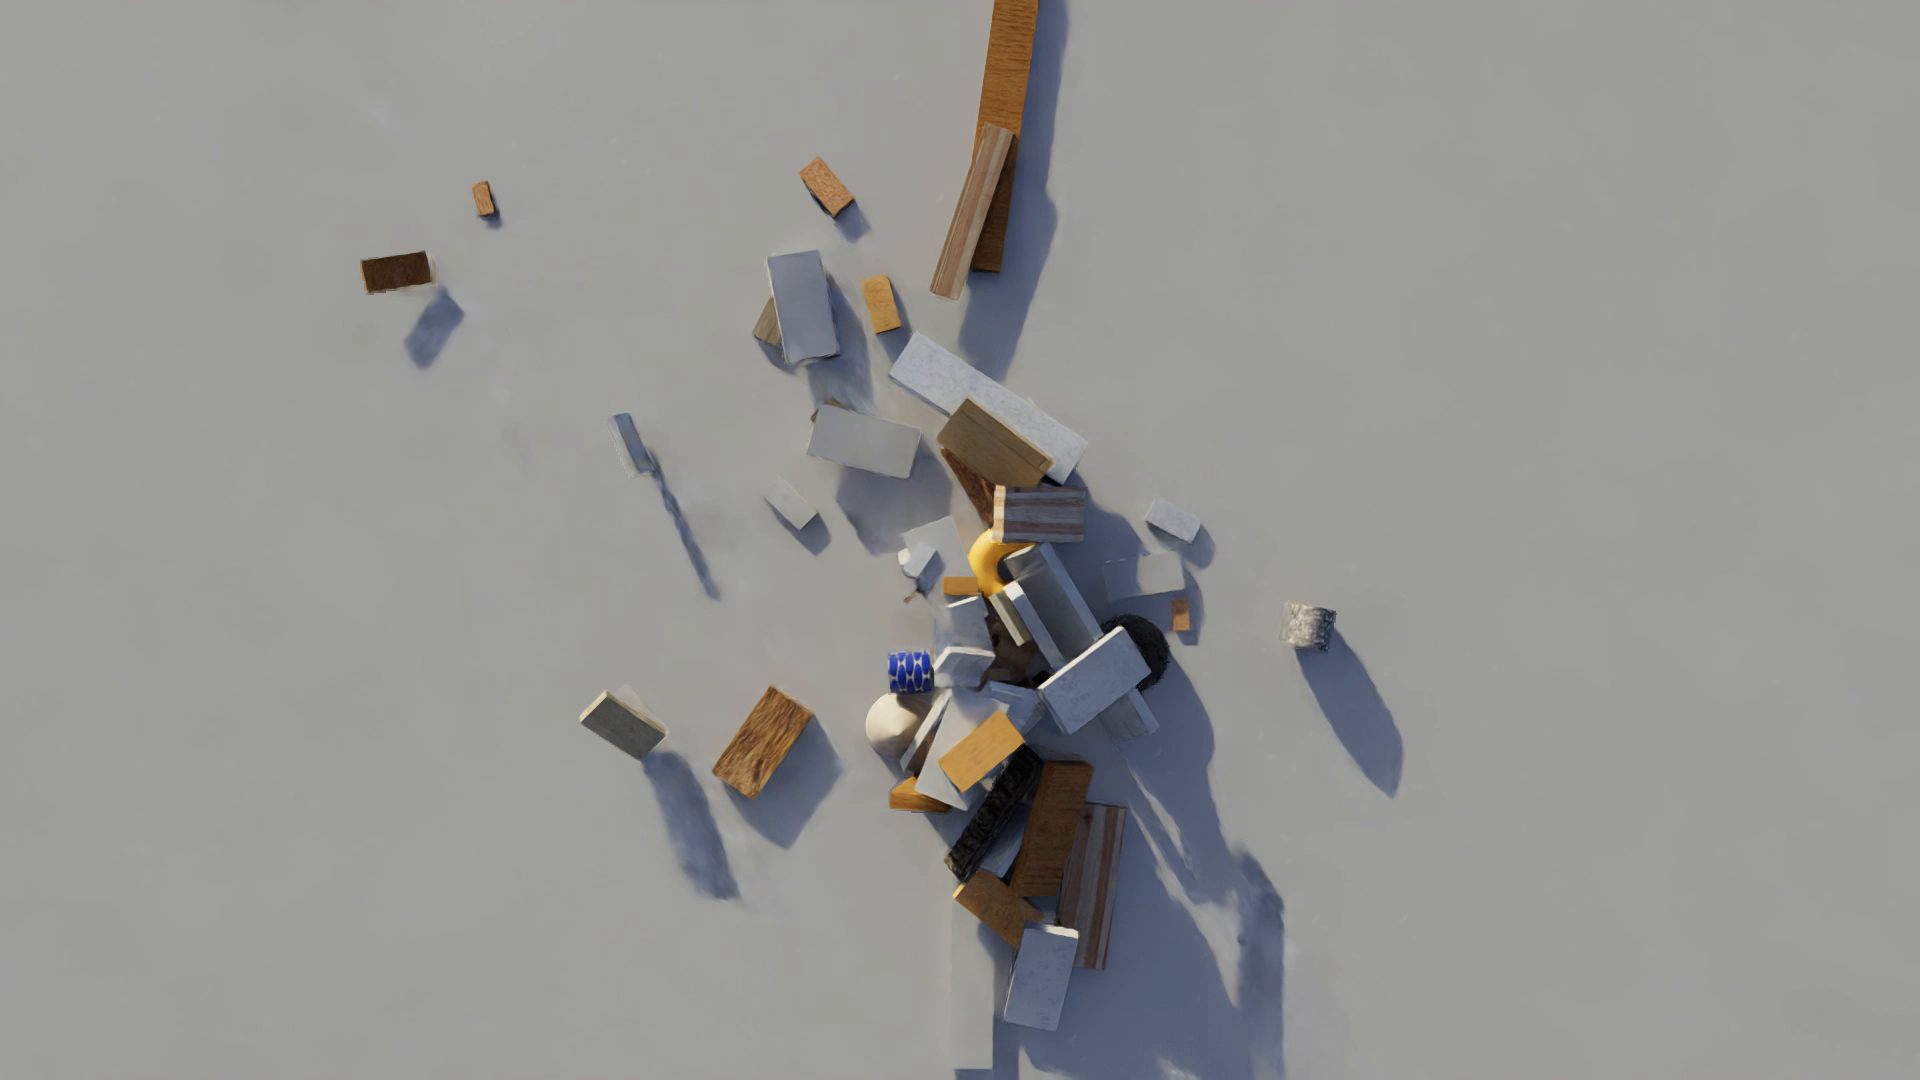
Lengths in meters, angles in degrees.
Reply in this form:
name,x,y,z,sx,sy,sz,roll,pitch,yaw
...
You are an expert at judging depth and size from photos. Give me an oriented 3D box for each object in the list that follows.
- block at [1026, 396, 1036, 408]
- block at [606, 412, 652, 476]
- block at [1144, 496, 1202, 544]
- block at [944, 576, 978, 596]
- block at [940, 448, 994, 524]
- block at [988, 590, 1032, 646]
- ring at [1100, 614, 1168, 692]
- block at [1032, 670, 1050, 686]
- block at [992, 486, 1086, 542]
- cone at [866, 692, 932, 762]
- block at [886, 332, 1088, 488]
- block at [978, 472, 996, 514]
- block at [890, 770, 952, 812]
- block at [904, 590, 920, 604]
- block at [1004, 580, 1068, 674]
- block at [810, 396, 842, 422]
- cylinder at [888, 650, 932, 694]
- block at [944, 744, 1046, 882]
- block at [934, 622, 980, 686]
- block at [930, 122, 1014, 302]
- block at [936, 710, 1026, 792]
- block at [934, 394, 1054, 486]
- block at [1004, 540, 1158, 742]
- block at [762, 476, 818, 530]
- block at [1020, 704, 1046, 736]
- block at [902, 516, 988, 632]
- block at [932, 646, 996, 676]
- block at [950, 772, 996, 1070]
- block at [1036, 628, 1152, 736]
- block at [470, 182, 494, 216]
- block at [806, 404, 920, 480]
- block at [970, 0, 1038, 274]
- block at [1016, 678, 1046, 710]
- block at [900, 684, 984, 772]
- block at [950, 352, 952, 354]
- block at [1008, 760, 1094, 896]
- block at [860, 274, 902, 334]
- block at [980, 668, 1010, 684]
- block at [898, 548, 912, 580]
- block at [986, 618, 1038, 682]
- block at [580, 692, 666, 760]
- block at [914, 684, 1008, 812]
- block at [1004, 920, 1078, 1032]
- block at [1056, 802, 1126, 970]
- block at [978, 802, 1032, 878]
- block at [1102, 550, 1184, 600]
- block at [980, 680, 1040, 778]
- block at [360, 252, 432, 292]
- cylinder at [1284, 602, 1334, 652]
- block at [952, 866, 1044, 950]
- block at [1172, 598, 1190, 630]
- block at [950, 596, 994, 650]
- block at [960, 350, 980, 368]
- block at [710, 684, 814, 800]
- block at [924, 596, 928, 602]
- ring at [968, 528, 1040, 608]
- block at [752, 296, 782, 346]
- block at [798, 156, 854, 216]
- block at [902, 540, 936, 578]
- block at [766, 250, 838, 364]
name,x,y,z,sx,sy,sz,roll,pitch,yaw
block,0.154,-0.358,5.482,0.256,0.036,0.128,-29,90,0
block,-1.087,-0.316,5.431,0.029,0.102,0.204,-22,94,21
block,0.710,-0.066,5.488,0.175,0.025,0.087,27,90,0
block,0.004,0.142,5.111,0.109,0.015,0.054,-1,90,0
block,0.072,-0.212,5.443,0.145,0.041,0.291,-33,90,0
block,0.165,0.253,5.350,0.026,0.092,0.184,-34,84,20
ring,0.557,0.378,5.456,0.265,0.088,0.265,0,91,0
block,0.292,0.487,5.493,0.052,0.015,0.104,-39,90,0
block,0.256,-0.083,5.293,0.350,0.050,0.175,0,95,-40
cone,-0.196,0.623,5.380,0.239,0.239,0.239,0,90,0
block,0.091,-0.424,5.371,0.669,0.049,0.174,32,76,-4
block,0.146,-0.207,5.399,0.145,0.041,0.291,-18,87,-13
block,-0.089,0.803,5.291,0.178,0.356,0.050,3,94,13
block,-0.150,0.176,5.130,0.054,0.109,0.015,-38,90,0
block,0.282,0.342,5.362,0.049,0.175,0.436,-31,104,0
block,-0.444,-0.424,5.484,0.053,0.015,0.105,42,96,-9
cylinder,-0.164,0.435,5.433,0.134,0.134,0.134,-3,90,0
block,0.113,0.892,5.394,0.035,0.125,0.468,34,91,-27
block,-0.010,0.313,5.187,0.145,0.041,0.290,-1,90,0
block,0.039,-1.083,5.444,0.102,0.029,0.586,18,90,0
block,0.064,0.646,5.044,0.250,0.035,0.125,-39,85,-4
block,0.112,-0.291,5.313,0.347,0.049,0.174,37,108,-5
block,0.396,0.336,5.363,0.050,0.175,0.717,-39,101,-40
block,-0.565,-0.122,5.488,0.175,0.025,0.087,44,90,0
block,0.129,0.627,5.354,0.141,0.040,0.283,26,116,-40
block,-0.045,0.106,5.142,0.166,0.047,0.331,-21,90,0
block,0.014,0.373,5.078,0.092,0.185,0.026,-53,47,29
block,0.042,1.226,5.480,0.141,0.040,1.052,0,90,0
block,0.426,0.447,5.243,0.350,0.050,0.175,-35,99,-20
block,-1.589,-1.137,5.493,0.053,0.015,0.105,-14,90,0
block,-0.318,-0.324,5.454,0.344,0.049,0.172,15,88,-6
block,0.134,-1.406,5.479,0.145,0.041,1.024,8,90,0
block,0.157,0.575,5.387,0.280,0.040,0.140,-41,132,12
block,-0.056,0.610,5.328,0.140,0.399,0.040,1,47,-31
block,-0.049,-0.573,5.484,0.052,0.015,0.104,-6,90,21
block,0.298,0.943,5.392,0.172,0.049,0.458,8,102,-38
block,-0.263,-0.785,5.487,0.091,0.026,0.183,-16,90,0
block,0.089,0.461,5.354,0.145,0.290,0.041,-5,78,0
block,-0.113,0.051,5.333,0.166,0.331,0.047,-22,98,0
block,0.142,0.358,5.378,0.040,0.280,0.140,30,90,39
block,-1.105,0.611,5.408,0.128,0.036,0.256,-44,122,10
block,0.005,0.640,5.088,0.175,0.049,0.349,22,84,3
block,0.266,1.434,5.422,0.178,0.050,0.356,11,107,0
block,0.426,1.144,5.475,0.178,0.050,0.537,8,90,0
block,0.149,0.974,5.405,0.250,0.125,0.035,-56,134,-19
block,0.609,0.119,5.482,0.256,0.036,0.128,-9,90,0
block,0.093,0.605,5.255,0.175,0.049,0.349,15,121,-26
block,-1.861,-0.887,5.451,0.204,0.029,0.102,-11,100,-10
cylinder,1.151,0.285,5.432,0.137,0.137,0.137,13,90,0
block,0.125,1.209,5.443,0.283,0.040,0.141,41,81,-11
block,0.735,0.248,5.493,0.052,0.015,0.104,-3,90,0
block,0.036,0.275,5.111,0.092,0.026,0.185,-18,108,-1
block,0.019,-0.576,5.493,0.052,0.015,0.104,28,90,0
block,-0.656,0.672,5.476,0.172,0.049,0.344,35,90,0
block,-0.030,0.160,5.333,0.166,0.331,0.047,5,79,0
ring,0.172,0.090,5.447,0.297,0.099,0.297,0,95,-3
block,-0.610,-0.746,5.487,0.091,0.026,0.183,27,90,0
block,-0.445,-1.177,5.487,0.091,0.026,0.183,-40,90,0
block,-0.126,0.060,5.111,0.054,0.015,0.109,34,90,0
block,-0.521,-0.771,5.448,0.174,0.049,0.347,-11,92,-10
